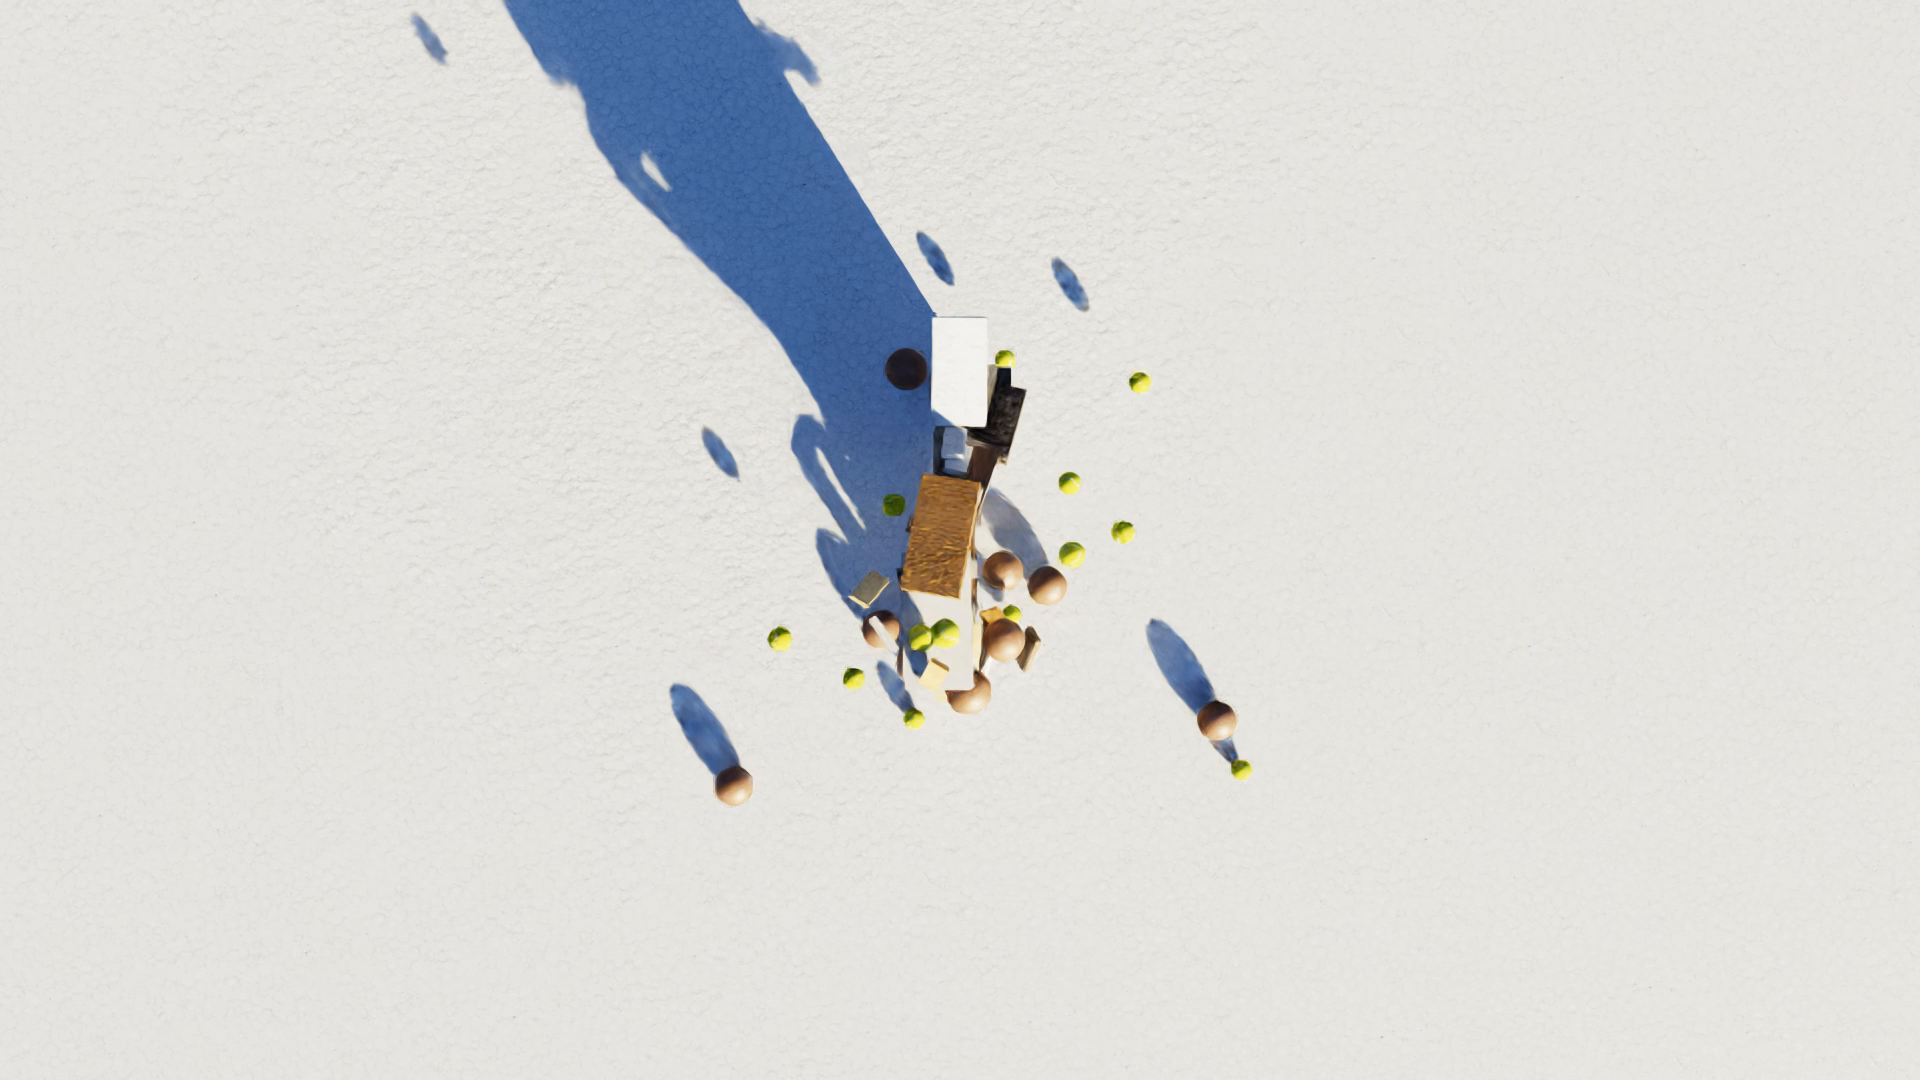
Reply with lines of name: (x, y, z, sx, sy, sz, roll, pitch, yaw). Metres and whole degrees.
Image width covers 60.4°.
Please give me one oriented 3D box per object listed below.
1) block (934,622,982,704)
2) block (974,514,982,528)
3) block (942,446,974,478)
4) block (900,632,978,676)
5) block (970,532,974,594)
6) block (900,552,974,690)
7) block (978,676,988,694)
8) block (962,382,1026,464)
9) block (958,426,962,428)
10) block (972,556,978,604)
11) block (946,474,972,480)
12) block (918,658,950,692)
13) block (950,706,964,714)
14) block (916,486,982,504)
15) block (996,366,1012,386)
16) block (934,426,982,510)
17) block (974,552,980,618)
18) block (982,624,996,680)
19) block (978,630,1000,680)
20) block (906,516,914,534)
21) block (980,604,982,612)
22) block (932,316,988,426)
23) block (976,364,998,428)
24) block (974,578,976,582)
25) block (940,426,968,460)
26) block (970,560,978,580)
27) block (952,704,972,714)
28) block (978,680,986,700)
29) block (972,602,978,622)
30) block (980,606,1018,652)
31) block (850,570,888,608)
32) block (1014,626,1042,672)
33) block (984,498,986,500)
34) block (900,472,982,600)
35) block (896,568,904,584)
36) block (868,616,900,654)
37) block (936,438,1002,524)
block: (-0.005, 0.354, 4.771, 0.122, 0.035, 0.244, 3, 105, -1)
block: (-0.009, -0.063, 4.967, 0.134, 0.455, 0.038, 2, 90, 2)
block: (-0.005, -0.212, 4.326, 0.060, 0.120, 0.017, 14, 129, 0)
block: (-0.054, 0.319, 4.563, 0.180, 0.387, 0.051, -9, 71, 2)
block: (-0.027, 0.022, 4.719, 0.134, 0.038, 0.268, 0, 90, 4)
block: (-0.059, 0.210, 4.320, 0.180, 0.051, 0.359, -1, 92, 4)
block: (0.047, 0.457, 5.250, 0.063, 0.127, 0.018, 4, 63, 12)
block: (0.088, -0.328, 4.552, 0.142, 0.040, 0.284, 12, 45, 4)
block: (0.012, -0.256, 4.777, 0.088, 0.025, 0.175, 4, 109, -5)
block: (-0.001, 0.133, 5.022, 0.102, 0.029, 0.204, -3, 90, 1)
block: (-0.005, -0.158, 4.289, 0.060, 0.122, 0.017, 15, 102, 2)
block: (-0.067, 0.349, 4.257, 0.054, 0.107, 0.015, 31, 50, 2)
block: (0.003, 0.528, 5.341, 0.063, 0.317, 0.018, -2, 94, 0)
block: (-0.025, -0.113, 4.179, 0.143, 0.290, 0.041, 15, 98, 2)
block: (0.104, -0.406, 4.697, 0.088, 0.025, 0.176, -2, 108, -1)
block: (-0.005, -0.234, 4.842, 0.145, 0.041, 0.290, 1, 90, 0)
block: (0.002, 0.142, 5.257, 0.113, 0.032, 0.226, -6, 90, 1)
block: (0.072, 0.360, 5.220, 0.020, 0.206, 0.069, -27, 57, -39)
block: (0.013, 0.369, 4.966, 0.122, 0.320, 0.035, 21, 125, 8)
block: (-0.059, -0.010, 4.518, 0.142, 0.366, 0.040, 17, 87, 4)
block: (0.016, 0.226, 5.386, 0.113, 0.226, 0.032, 0, 90, 1)
block: (-0.002, -0.445, 4.337, 0.143, 0.041, 0.286, 1, 106, 0)
block: (0.015, -0.405, 4.530, 0.143, 0.286, 0.041, 8, 124, 4)
block: (-0.029, 0.110, 4.872, 0.134, 0.268, 0.038, -1, 90, 4)
block: (-0.015, -0.256, 4.344, 0.060, 0.120, 0.017, 6, 130, 1)
block: (-0.053, 0.086, 4.521, 0.180, 0.359, 0.051, -3, 89, 4)
block: (0.015, 0.478, 5.176, 0.063, 0.018, 0.127, 10, 87, 1)
block: (0.039, 0.434, 5.332, 0.083, 0.024, 0.167, 5, 87, -12)
block: (-0.012, 0.230, 4.885, 0.122, 0.244, 0.035, 10, 106, 0)
block: (0.120, 0.275, 5.098, 0.069, 0.020, 0.138, -20, 104, 33)
block: (-0.232, 0.125, 4.223, 0.054, 0.015, 0.107, 31, 48, 9)
block: (0.212, 0.343, 5.166, 0.020, 0.069, 0.138, -6, 134, -29)
block: (0.003, -0.276, 5.174, 0.152, 0.043, 0.304, 0, 90, 0)
block: (-0.046, -0.009, 3.989, 0.143, 0.041, 0.286, 10, 81, 8)
block: (-0.070, 0.077, 4.145, 0.143, 0.286, 0.041, -11, 89, 5)
block: (-0.198, 0.245, 4.276, 0.015, 0.054, 0.107, -36, 90, -13)
block: (-0.002, -0.136, 4.361, 0.142, 0.040, 0.284, 18, 66, 5)
